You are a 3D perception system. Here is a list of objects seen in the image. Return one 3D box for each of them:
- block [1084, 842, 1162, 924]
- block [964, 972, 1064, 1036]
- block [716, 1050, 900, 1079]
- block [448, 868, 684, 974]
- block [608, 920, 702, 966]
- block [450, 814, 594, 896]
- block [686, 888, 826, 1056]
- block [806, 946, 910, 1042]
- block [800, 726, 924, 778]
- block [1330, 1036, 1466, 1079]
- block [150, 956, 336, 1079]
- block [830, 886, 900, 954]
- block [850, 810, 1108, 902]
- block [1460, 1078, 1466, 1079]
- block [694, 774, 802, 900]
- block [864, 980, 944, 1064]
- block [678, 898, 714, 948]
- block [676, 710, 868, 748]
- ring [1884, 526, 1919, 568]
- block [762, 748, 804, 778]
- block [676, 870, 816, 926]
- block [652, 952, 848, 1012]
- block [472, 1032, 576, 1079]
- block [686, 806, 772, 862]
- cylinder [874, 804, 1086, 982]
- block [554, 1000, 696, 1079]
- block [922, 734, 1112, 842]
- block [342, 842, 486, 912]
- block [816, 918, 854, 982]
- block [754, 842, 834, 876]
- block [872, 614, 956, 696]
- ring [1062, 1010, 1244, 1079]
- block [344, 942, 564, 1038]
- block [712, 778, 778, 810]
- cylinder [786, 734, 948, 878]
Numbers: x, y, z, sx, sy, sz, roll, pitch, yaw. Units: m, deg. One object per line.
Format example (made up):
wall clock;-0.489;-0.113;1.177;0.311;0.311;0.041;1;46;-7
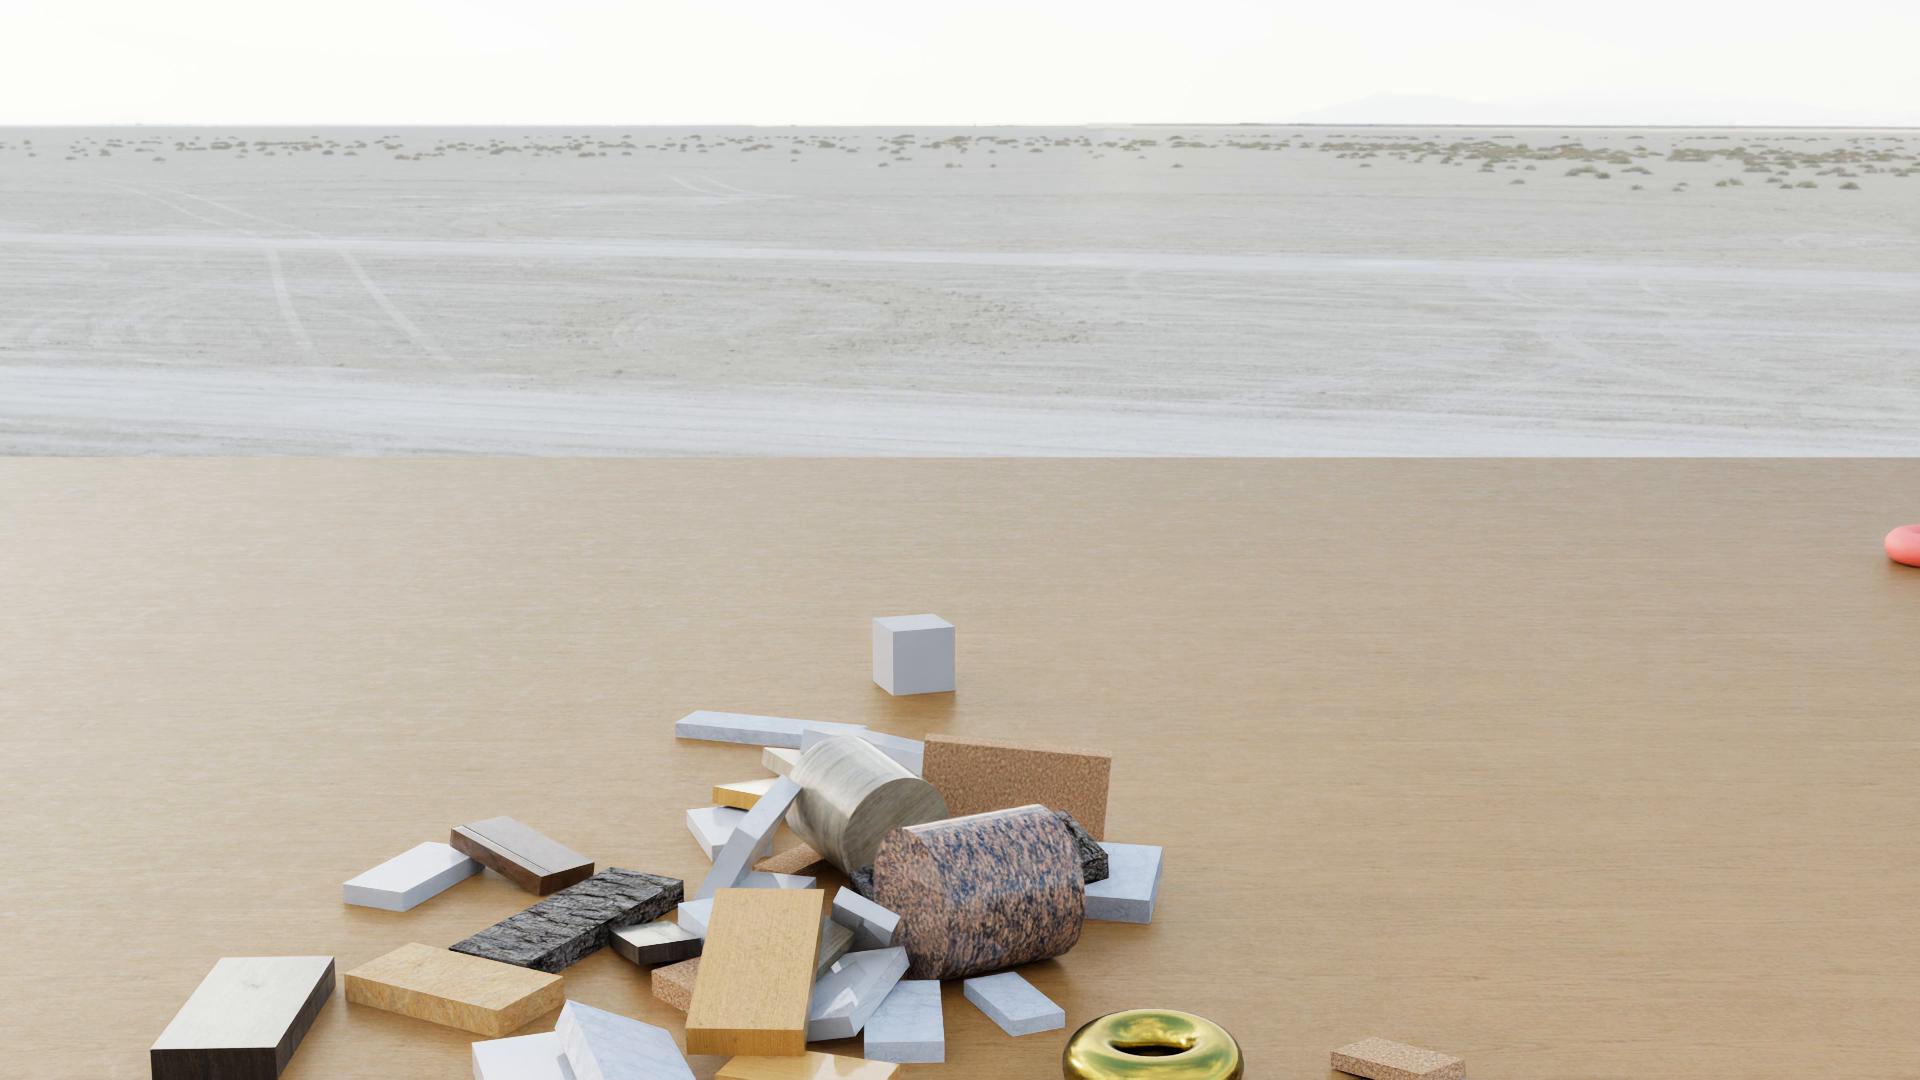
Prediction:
block;0.166;0.556;3.623;0.316;0.045;0.158;3;25;12
block;0.077;0.669;3.178;0.083;0.023;0.166;-5;12;-24
block;-0.201;0.715;2.911;0.219;0.031;0.109;4;11;19
block;-0.613;0.607;3.468;0.144;0.041;0.415;5;12;26
block;-0.467;0.615;3.360;0.096;0.027;0.193;-4;0;-22
block;-0.748;0.536;3.755;0.236;0.033;0.118;19;17;36
block;-0.282;0.601;3.082;0.158;0.045;0.316;0;27;2
block;-0.162;0.648;3.139;0.109;0.031;0.219;-12;12;22
block;-0.129;0.421;4.329;0.331;0.047;0.166;9;2;30
block;0.585;0.700;2.941;0.083;0.023;0.166;-7;4;-35
block;-1.005;0.671;3.103;0.166;0.047;0.331;0;11;-2
block;-0.144;0.577;3.256;0.096;0.027;0.193;26;-27;7
block;0.031;0.542;3.562;0.389;0.045;0.158;-13;27;-21
block;0.689;0.735;2.825;0.166;0.023;0.083;9;14;39
block;-0.344;0.492;3.592;0.041;0.144;0.289;31;14;3
block;-0.080;0.679;3.107;0.109;0.031;0.219;0;11;-2
block;-0.317;0.597;3.325;0.132;0.037;0.264;-6;12;-28
block;-0.396;0.401;4.606;0.390;0.030;0.108;4;11;18
ring;2.877;0.022;6.473;0.289;0.096;0.289;1;11;0
block;-0.294;0.441;4.262;0.118;0.033;0.236;6;2;-21
block;-0.340;0.596;3.535;0.132;0.037;0.264;3;11;17
block;-0.310;0.645;3.272;0.264;0.037;0.132;-9;14;-40
block;-0.536;0.720;2.853;0.151;0.043;0.302;-4;11;-19
block;-0.415;0.524;3.940;0.108;0.030;0.215;-4;11;-18
cylinder;0.027;0.534;3.329;0.235;0.235;0.235;-6;12;-29
block;-0.422;0.690;2.847;0.151;0.043;0.301;23;2;-22
block;0.096;0.445;3.918;0.331;0.166;0.047;5;11;1
block;-0.918;0.566;3.708;0.118;0.033;0.236;4;11;21
block;-0.246;0.606;3.175;0.096;0.027;0.193;26;35;19
block;-0.278;0.557;3.785;0.076;0.022;0.153;7;12;32
block;-0.106;0.261;5.034;0.148;0.148;0.148;-4;11;-20
ring;0.255;0.691;2.908;0.240;0.080;0.240;-1;10;0
block;-0.739;0.654;3.210;0.289;0.041;0.144;6;12;28
block;-0.355;0.474;4.106;0.108;0.030;0.215;6;2;30
cylinder;-0.161;0.462;3.730;0.206;0.206;0.206;-7;19;-32
